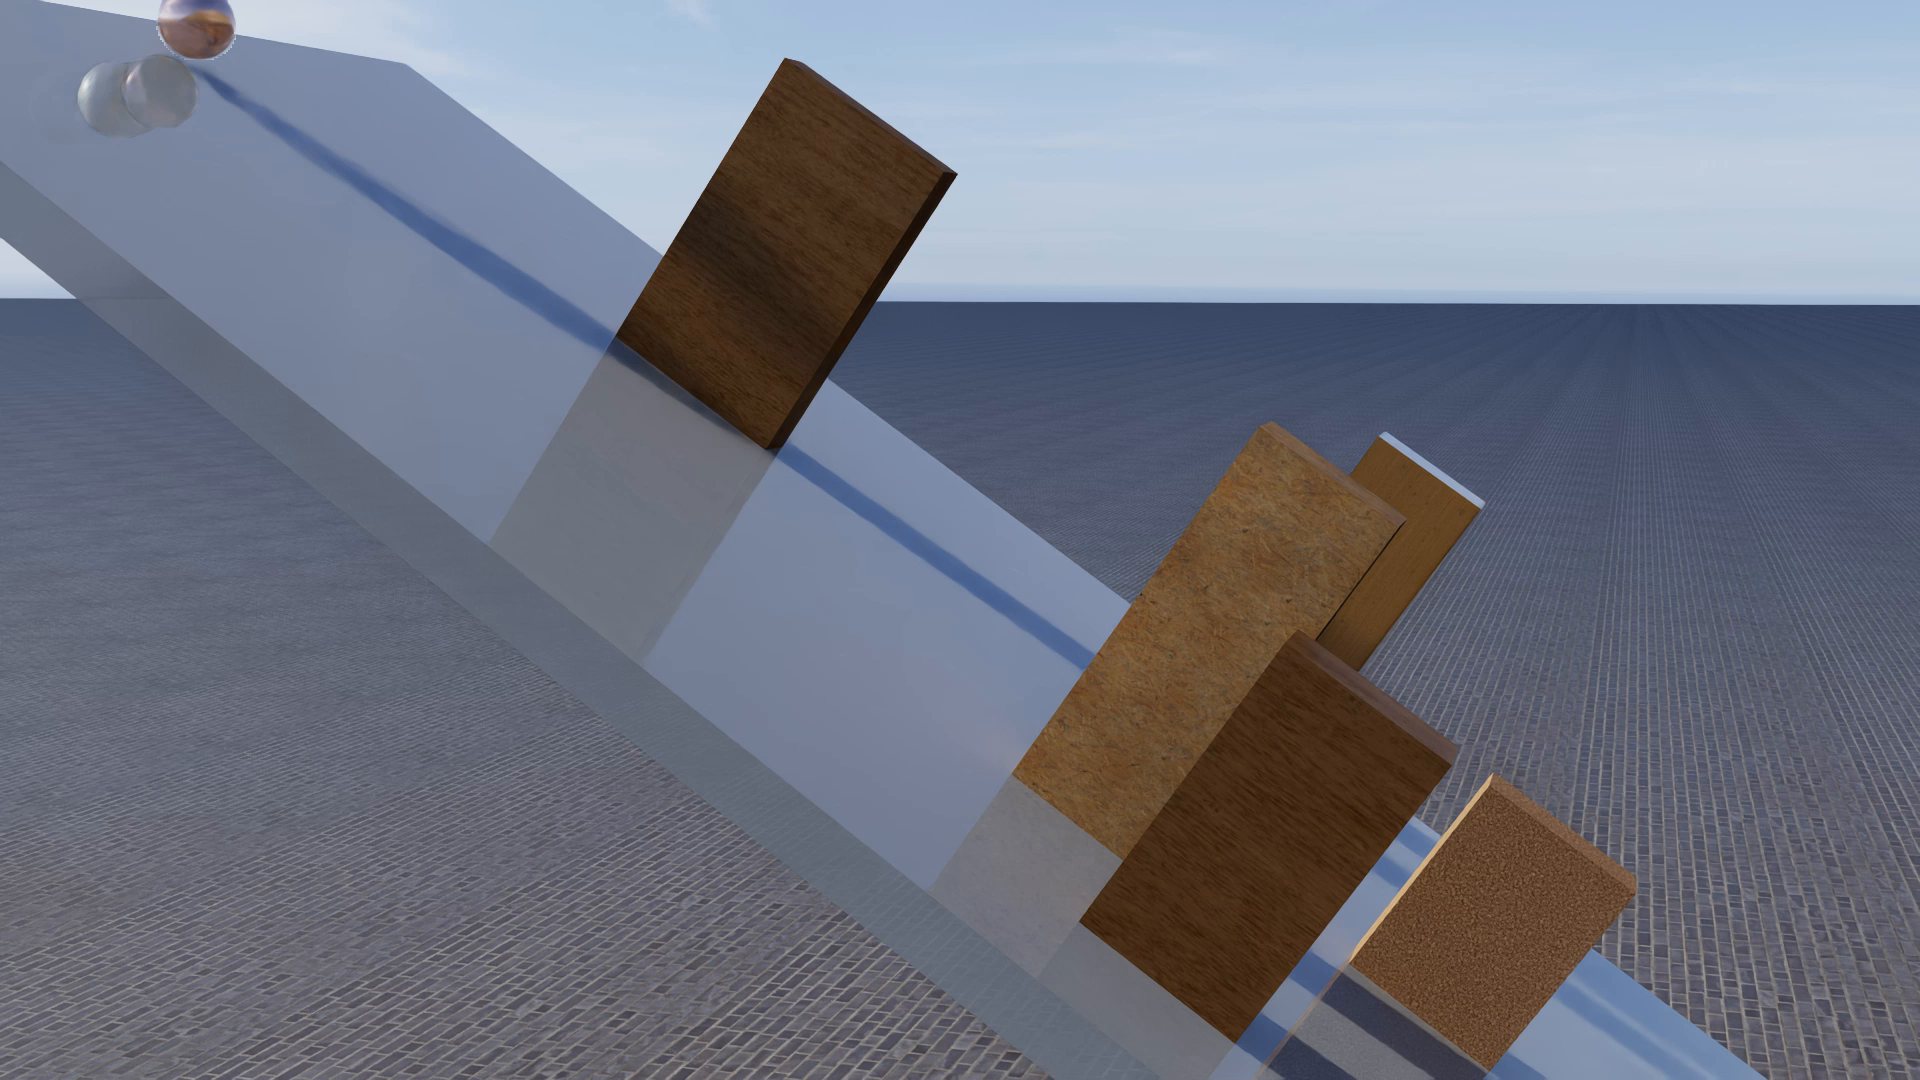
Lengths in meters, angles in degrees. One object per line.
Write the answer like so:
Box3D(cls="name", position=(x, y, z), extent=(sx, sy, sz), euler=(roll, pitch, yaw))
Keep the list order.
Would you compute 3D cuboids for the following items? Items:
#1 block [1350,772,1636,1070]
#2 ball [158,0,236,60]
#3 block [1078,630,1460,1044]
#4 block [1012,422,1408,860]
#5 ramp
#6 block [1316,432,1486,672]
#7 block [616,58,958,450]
Box3D(cls="block", position=(0.912, 0.653, 3.771), extent=(0.294, 0.401, 0.106), euler=(37, 16, 10))
Box3D(cls="ball", position=(-1.500, -1.018, 4.320), extent=(0.145, 0.145, 0.145), euler=(0, 7, 0))
Box3D(cls="block", position=(0.452, 0.435, 3.240), extent=(0.288, 0.530, 0.127), euler=(37, 16, 10))
Box3D(cls="block", position=(0.402, 0.176, 3.583), extent=(0.267, 0.708, 0.137), euler=(37, 16, 10))
Box3D(cls="ramp", position=(-0.100, 0.175, 4.086), extent=(4.000, 0.100, 2.000), euler=(37, 16, 10))
Box3D(cls="block", position=(0.792, 0.122, 4.618), extent=(0.254, 0.671, 0.137), euler=(37, 16, 10))
Box3D(cls="block", position=(-0.350, -0.563, 4.366), extent=(0.394, 0.658, 0.093), euler=(37, 16, 10))
